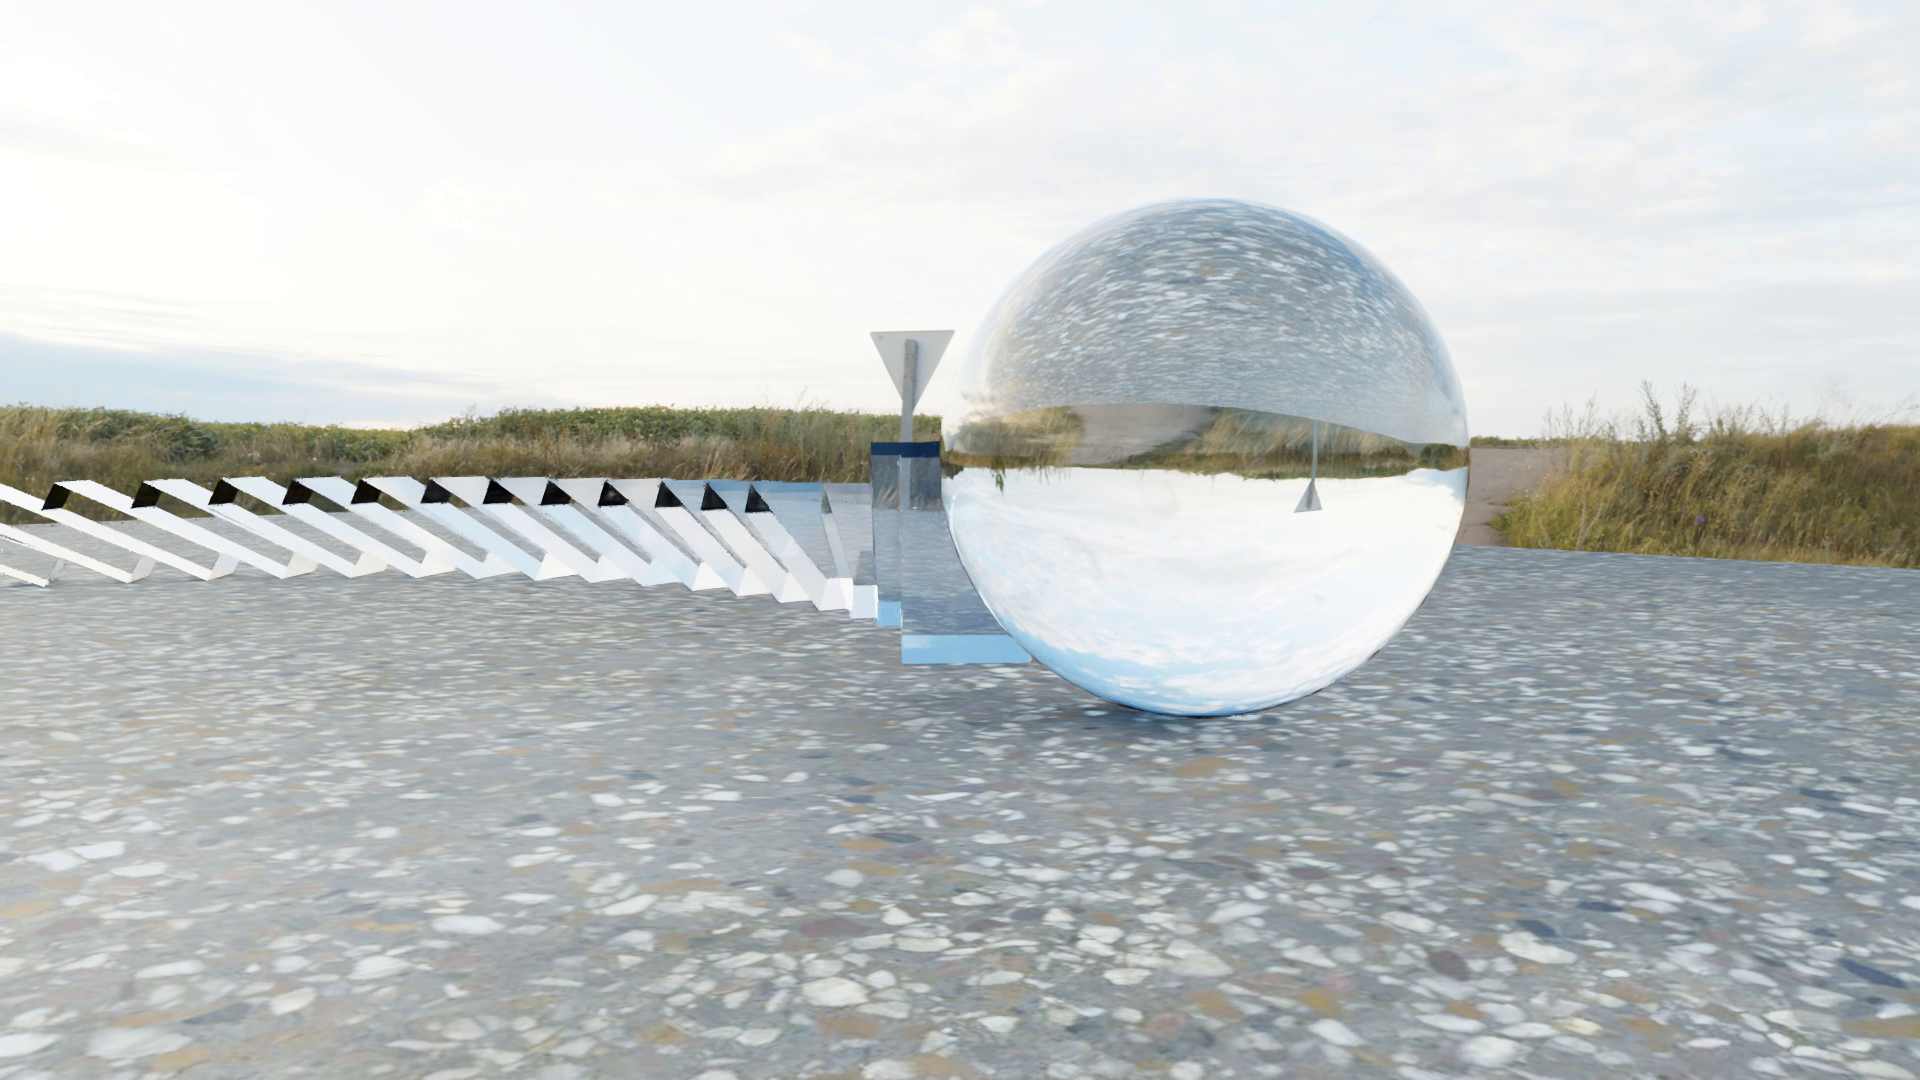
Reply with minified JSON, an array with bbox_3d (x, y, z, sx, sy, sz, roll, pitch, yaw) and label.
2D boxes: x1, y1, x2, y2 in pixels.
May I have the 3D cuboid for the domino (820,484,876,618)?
[{"bbox_3d":[-0.020,0.002,0.333,0.025,0.010,0.050,-1,32,-16],"label":"domino"}]

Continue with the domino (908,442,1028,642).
[{"bbox_3d":[0.001,0.000,0.288,0.025,0.050,0.010,0,-39,-3],"label":"domino"}]

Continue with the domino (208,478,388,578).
[{"bbox_3d":[-0.214,-0.005,0.419,0.050,0.010,0.025,27,4,-2],"label":"domino"}]

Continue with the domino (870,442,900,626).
[{"bbox_3d":[-0.009,-0.002,0.314,0.025,0.050,0.010,0,-39,-6],"label":"domino"}]

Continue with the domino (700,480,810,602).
[{"bbox_3d":[-0.051,-0.001,0.366,0.025,0.010,0.050,-3,33,-39],"label":"domino"}]

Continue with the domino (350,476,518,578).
[{"bbox_3d":[-0.170,-0.005,0.420,0.050,0.009,0.025,28,9,8],"label":"domino"}]

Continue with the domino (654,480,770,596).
[{"bbox_3d":[-0.067,-0.002,0.381,0.025,0.010,0.050,-4,33,-43],"label":"domino"}]

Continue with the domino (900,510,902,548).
[{"bbox_3d":[0.000,0.001,0.274,0.025,0.050,0.009,0,-39,-3],"label":"domino"}]

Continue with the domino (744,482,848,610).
[{"bbox_3d":[-0.037,0.001,0.350,0.025,0.010,0.050,-3,33,-34],"label":"domino"}]

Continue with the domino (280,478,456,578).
[{"bbox_3d":[-0.192,-0.005,0.421,0.050,0.010,0.025,28,6,3],"label":"domino"}]

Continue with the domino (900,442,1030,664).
[{"bbox_3d":[0.001,0.002,0.261,0.025,0.050,0.009,0,-39,-3],"label":"domino"}]

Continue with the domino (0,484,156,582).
[{"bbox_3d":[-0.278,-0.003,0.396,0.050,0.009,0.025,27,-5,-19],"label":"domino"}]

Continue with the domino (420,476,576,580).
[{"bbox_3d":[-0.147,-0.005,0.418,0.050,0.009,0.025,30,13,15],"label":"domino"}]

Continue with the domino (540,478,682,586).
[{"bbox_3d":[-0.106,-0.003,0.404,0.050,0.009,0.025,33,20,25],"label":"domino"}]

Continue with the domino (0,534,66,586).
[{"bbox_3d":[-0.297,-0.001,0.383,0.050,0.009,0.025,26,-8,-27],"label":"domino"}]

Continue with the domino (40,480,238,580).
[{"bbox_3d":[-0.257,-0.003,0.406,0.050,0.010,0.025,26,-2,-14],"label":"domino"}]

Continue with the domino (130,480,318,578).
[{"bbox_3d":[-0.236,-0.004,0.415,0.050,0.010,0.025,26,2,-6],"label":"domino"}]

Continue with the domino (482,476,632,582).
[{"bbox_3d":[-0.126,-0.004,0.412,0.050,0.010,0.025,31,17,21],"label":"domino"}]

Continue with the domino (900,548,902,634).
[{"bbox_3d":[-0.001,-0.001,0.301,0.025,0.050,0.010,0,-39,-3],"label":"domino"}]

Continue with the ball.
[{"bbox_3d":[0.037,-0.012,0.200,0.080,0.080,0.080,0,4,0],"label":"ball"}]

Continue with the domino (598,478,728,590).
[{"bbox_3d":[-0.086,-0.003,0.394,0.050,0.010,0.025,36,24,31],"label":"domino"}]
